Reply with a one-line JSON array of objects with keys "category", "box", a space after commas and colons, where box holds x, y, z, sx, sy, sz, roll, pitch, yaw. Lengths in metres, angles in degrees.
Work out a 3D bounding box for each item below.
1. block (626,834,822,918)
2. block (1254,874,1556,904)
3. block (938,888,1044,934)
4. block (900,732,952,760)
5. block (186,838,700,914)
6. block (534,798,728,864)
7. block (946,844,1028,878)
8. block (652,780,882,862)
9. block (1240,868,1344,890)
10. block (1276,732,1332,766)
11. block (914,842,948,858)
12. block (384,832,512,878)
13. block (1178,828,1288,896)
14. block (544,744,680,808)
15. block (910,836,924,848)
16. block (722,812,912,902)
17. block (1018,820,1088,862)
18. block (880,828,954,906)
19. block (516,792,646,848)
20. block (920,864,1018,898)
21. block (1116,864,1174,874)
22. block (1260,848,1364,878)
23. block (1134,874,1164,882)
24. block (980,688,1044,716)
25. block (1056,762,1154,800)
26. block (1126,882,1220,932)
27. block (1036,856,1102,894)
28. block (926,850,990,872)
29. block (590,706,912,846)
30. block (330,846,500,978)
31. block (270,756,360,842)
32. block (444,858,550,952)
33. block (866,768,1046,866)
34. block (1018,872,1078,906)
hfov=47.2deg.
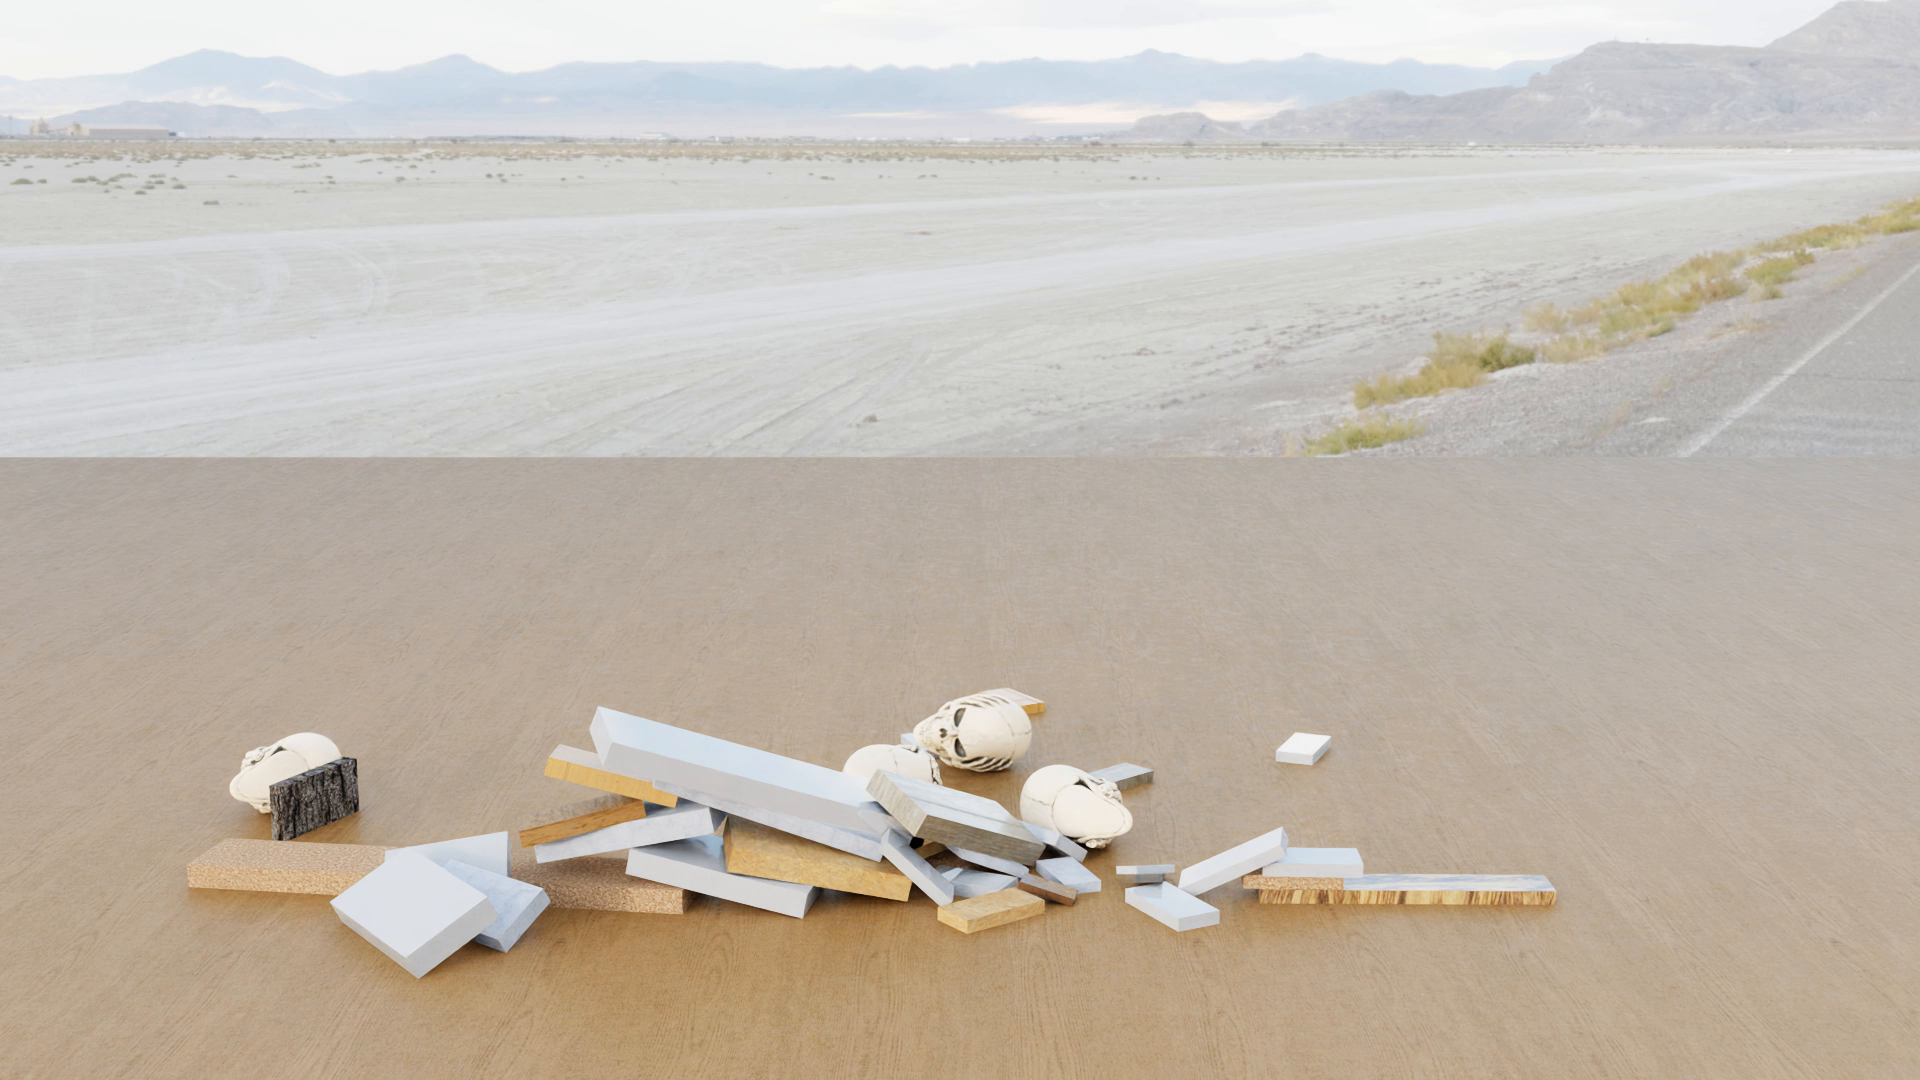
[{"category": "block", "box": [-0.383, 0.544, 3.638, 0.302, 0.043, 0.151, 13, 12, 7]}, {"category": "block", "box": [0.737, 0.580, 3.658, 0.485, 0.023, 0.082, 0, 11, 1]}, {"category": "block", "box": [0.051, 0.599, 3.560, 0.158, 0.022, 0.079, -8, 13, -36]}, {"category": "block", "box": [-0.070, 0.422, 4.521, 0.066, 0.019, 0.131, -4, 11, -19]}, {"category": "block", "box": [-0.864, 0.564, 3.701, 0.858, 0.040, 0.141, 2, 11, 9]}, {"category": "block", "box": [-0.543, 0.470, 3.661, 0.302, 0.043, 0.151, -11, 8, 7]}, {"category": "block", "box": [0.046, 0.540, 3.737, 0.131, 0.019, 0.066, 22, 1, -28]}, {"category": "block", "box": [-0.316, 0.439, 3.642, 0.396, 0.031, 0.109, 20, 11, -12]}, {"category": "block", "box": [0.551, 0.556, 3.660, 0.164, 0.023, 0.082, 0, 11, 2]}, {"category": "block", "box": [0.702, 0.426, 4.493, 0.075, 0.021, 0.150, 5, 11, 23]}, {"category": "block", "box": [-0.054, 0.537, 3.809, 0.073, 0.021, 0.146, -28, -9, 38]}, {"category": "block", "box": [-0.843, 0.544, 3.618, 0.203, 0.029, 0.102, -9, 44, -2]}, {"category": "block", "box": [0.453, 0.536, 3.645, 0.188, 0.022, 0.079, -27, 8, 16]}, {"category": "block", "box": [-0.569, 0.390, 3.641, 0.219, 0.031, 0.109, 15, 5, -2]}, {"category": "block", "box": [-0.135, 0.523, 3.807, 0.163, 0.081, 0.023, -7, 42, -32]}, {"category": "block", "box": [-0.238, 0.526, 3.651, 0.301, 0.043, 0.151, 11, 13, -12]}, {"category": "block", "box": [0.137, 0.522, 3.857, 0.163, 0.023, 0.081, 11, -19, 47]}, {"category": "block", "box": [-0.071, 0.541, 3.618, 0.146, 0.021, 0.073, 43, 9, -6]}, {"category": "block", "box": [-0.624, 0.456, 3.618, 0.203, 0.029, 0.102, -13, 8, -12]}, {"category": "block", "box": [0.016, 0.576, 3.688, 0.146, 0.021, 0.073, 5, 12, 26]}, {"category": "block", "box": [0.315, 0.558, 3.725, 0.094, 0.013, 0.047, 6, -10, -41]}, {"category": "block", "box": [0.581, 0.535, 3.649, 0.164, 0.023, 0.082, 0, 11, 2]}, {"category": "block", "box": [0.317, 0.565, 3.681, 0.047, 0.013, 0.094, -2, -8, 8]}, {"category": "block", "box": [0.114, 0.357, 4.863, 0.075, 0.021, 0.150, -6, 12, -31]}, {"category": "block", "box": [0.283, 0.468, 4.266, 0.193, 0.021, 0.075, -10, 14, -42]}, {"category": "block", "box": [0.345, 0.596, 3.578, 0.079, 0.022, 0.158, -6, 12, -28]}, {"category": "block", "box": [0.183, 0.569, 3.730, 0.066, 0.019, 0.131, -4, 11, -19]}, {"category": "block", "box": [0.031, 0.549, 3.828, 0.081, 0.023, 0.179, 8, 13, 37]}, {"category": "block", "box": [-0.338, 0.391, 3.632, 0.543, 0.043, 0.151, 18, 12, -22]}, {"category": "block", "box": [-0.856, 0.579, 3.442, 0.151, 0.043, 0.301, -37, 28, -27]}, {"category": "block", "box": [-1.179, 0.473, 4.022, 0.029, 0.102, 0.203, 5, 12, 24]}, {"category": "block", "box": [-0.766, 0.579, 3.491, 0.219, 0.031, 0.109, 9, 45, 36]}, {"category": "block", "box": [-0.005, 0.472, 3.734, 0.302, 0.043, 0.151, 22, 11, -44]}, {"category": "block", "box": [0.146, 0.578, 3.635, 0.094, 0.013, 0.047, 17, 13, 8]}]
